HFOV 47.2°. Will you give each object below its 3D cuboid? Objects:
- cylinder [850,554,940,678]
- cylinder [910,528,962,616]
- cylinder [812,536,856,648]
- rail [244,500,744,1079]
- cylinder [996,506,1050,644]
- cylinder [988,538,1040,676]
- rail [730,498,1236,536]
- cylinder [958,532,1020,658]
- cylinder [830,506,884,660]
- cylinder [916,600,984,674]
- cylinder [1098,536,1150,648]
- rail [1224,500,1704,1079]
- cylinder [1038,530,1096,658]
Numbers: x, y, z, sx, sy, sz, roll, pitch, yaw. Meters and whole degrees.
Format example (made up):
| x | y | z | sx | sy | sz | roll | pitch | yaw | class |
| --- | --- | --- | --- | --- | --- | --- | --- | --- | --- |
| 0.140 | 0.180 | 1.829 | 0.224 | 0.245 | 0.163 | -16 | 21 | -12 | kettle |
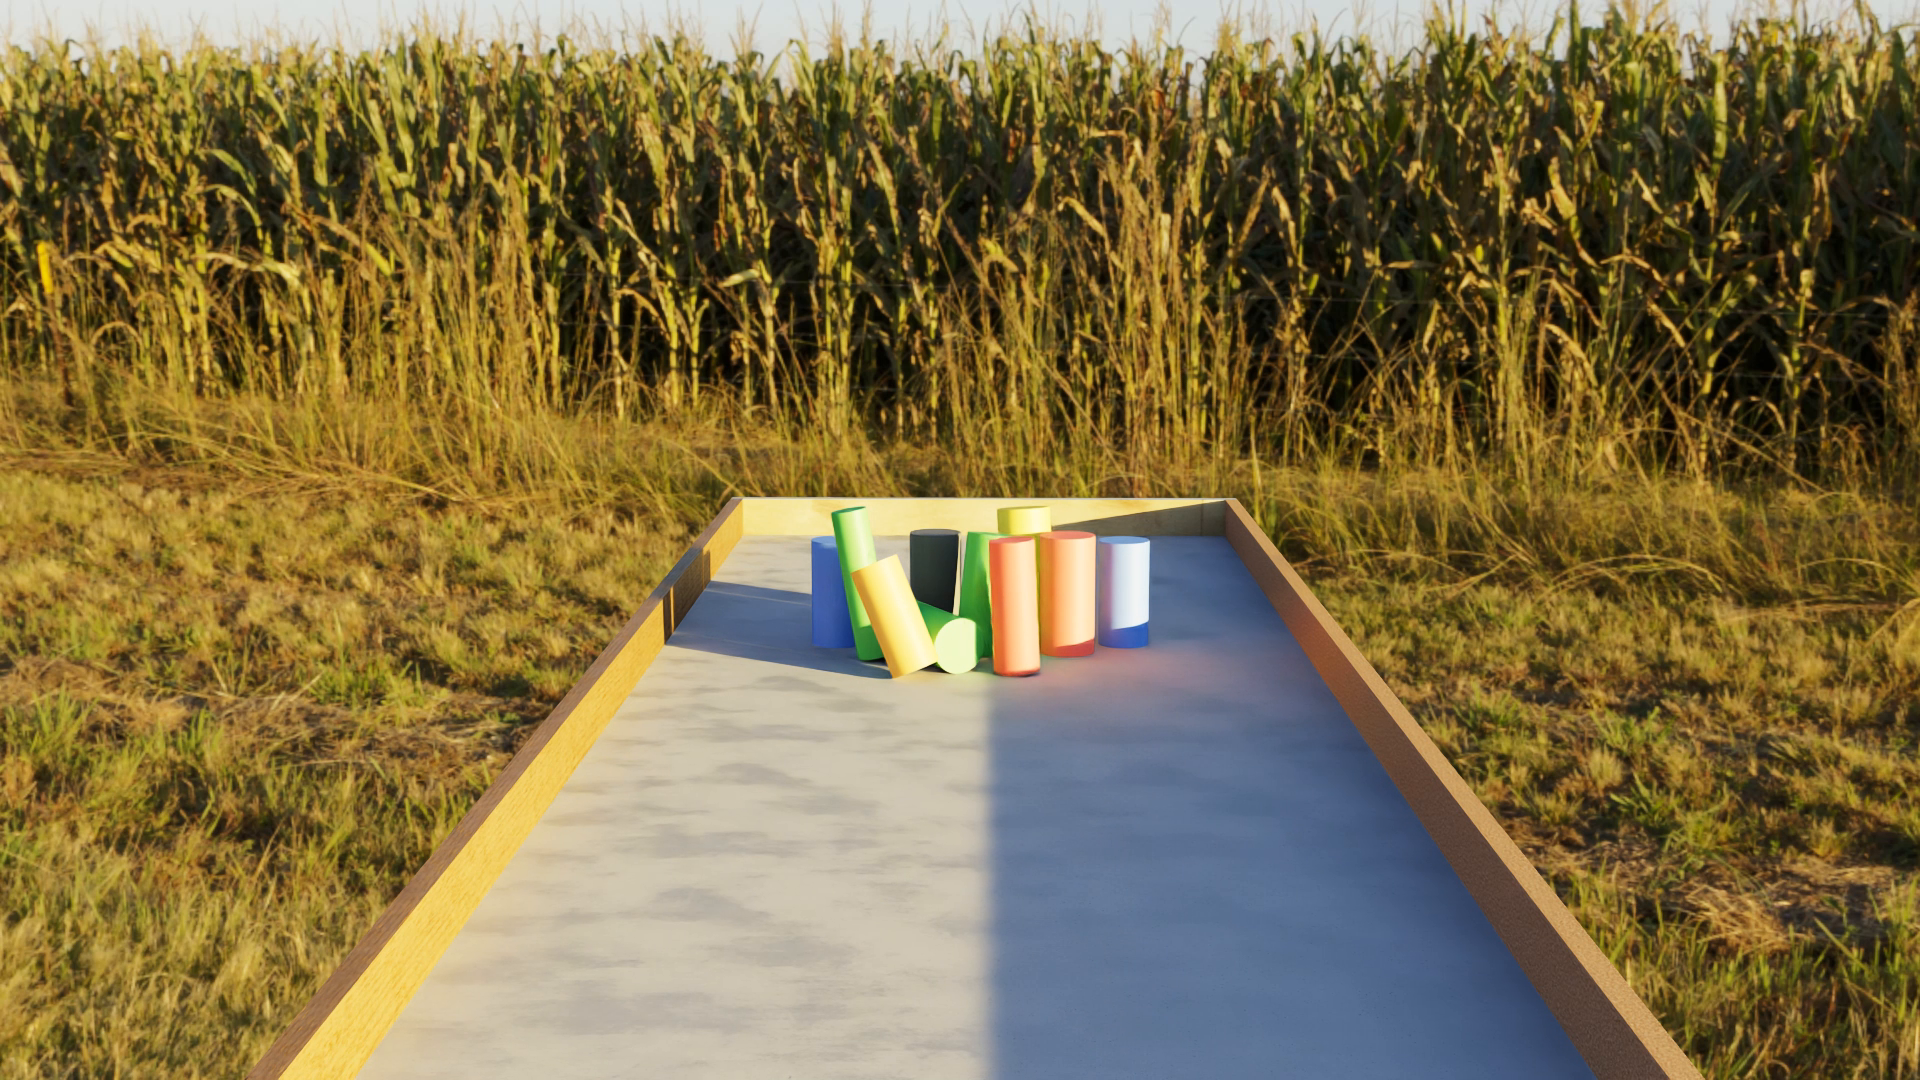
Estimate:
| x | y | z | sx | sy | sz | roll | pitch | yaw | class |
| --- | --- | --- | --- | --- | --- | --- | --- | --- | --- |
| -0.191 | 0.224 | 6.436 | 0.147 | 0.333 | 0.147 | -22 | -1 | 0 | cylinder |
| -0.077 | 0.149 | 6.951 | 0.163 | 0.350 | 0.163 | 0 | 9 | 0 | cylinder |
| -0.384 | 0.162 | 6.932 | 0.167 | 0.331 | 0.167 | 0 | 9 | 0 | cylinder |
| -1.004 | 0.839 | 3.234 | 0.050 | 0.150 | 12.000 | 0 | 9 | 1 | rail |
| 0.210 | 0.109 | 6.933 | 0.167 | 0.421 | 0.167 | -3 | 4 | 0 | cylinder |
| 0.160 | 0.195 | 6.508 | 0.137 | 0.391 | 0.137 | -2 | 7 | 0 | cylinder |
| 0.099 | -0.098 | 9.147 | 2.100 | 0.150 | 0.050 | 0 | 9 | 1 | rail |
| 0.084 | 0.165 | 6.725 | 0.163 | 0.369 | 0.163 | 6 | 3 | 0 | cylinder |
| -0.297 | 0.131 | 6.687 | 0.111 | 0.455 | 0.111 | -10 | 8 | 1 | cylinder |
| -0.087 | 0.287 | 6.669 | 0.165 | 0.165 | 0.380 | -4 | 10 | -26 | cylinder |
| 0.515 | 0.164 | 6.922 | 0.158 | 0.330 | 0.158 | 0 | 9 | 0 | cylinder |
| 1.046 | 0.843 | 3.208 | 0.050 | 0.150 | 12.000 | 0 | 9 | 1 | rail |
| 0.331 | 0.166 | 6.792 | 0.172 | 0.366 | 0.172 | 0 | 9 | 0 | cylinder |
